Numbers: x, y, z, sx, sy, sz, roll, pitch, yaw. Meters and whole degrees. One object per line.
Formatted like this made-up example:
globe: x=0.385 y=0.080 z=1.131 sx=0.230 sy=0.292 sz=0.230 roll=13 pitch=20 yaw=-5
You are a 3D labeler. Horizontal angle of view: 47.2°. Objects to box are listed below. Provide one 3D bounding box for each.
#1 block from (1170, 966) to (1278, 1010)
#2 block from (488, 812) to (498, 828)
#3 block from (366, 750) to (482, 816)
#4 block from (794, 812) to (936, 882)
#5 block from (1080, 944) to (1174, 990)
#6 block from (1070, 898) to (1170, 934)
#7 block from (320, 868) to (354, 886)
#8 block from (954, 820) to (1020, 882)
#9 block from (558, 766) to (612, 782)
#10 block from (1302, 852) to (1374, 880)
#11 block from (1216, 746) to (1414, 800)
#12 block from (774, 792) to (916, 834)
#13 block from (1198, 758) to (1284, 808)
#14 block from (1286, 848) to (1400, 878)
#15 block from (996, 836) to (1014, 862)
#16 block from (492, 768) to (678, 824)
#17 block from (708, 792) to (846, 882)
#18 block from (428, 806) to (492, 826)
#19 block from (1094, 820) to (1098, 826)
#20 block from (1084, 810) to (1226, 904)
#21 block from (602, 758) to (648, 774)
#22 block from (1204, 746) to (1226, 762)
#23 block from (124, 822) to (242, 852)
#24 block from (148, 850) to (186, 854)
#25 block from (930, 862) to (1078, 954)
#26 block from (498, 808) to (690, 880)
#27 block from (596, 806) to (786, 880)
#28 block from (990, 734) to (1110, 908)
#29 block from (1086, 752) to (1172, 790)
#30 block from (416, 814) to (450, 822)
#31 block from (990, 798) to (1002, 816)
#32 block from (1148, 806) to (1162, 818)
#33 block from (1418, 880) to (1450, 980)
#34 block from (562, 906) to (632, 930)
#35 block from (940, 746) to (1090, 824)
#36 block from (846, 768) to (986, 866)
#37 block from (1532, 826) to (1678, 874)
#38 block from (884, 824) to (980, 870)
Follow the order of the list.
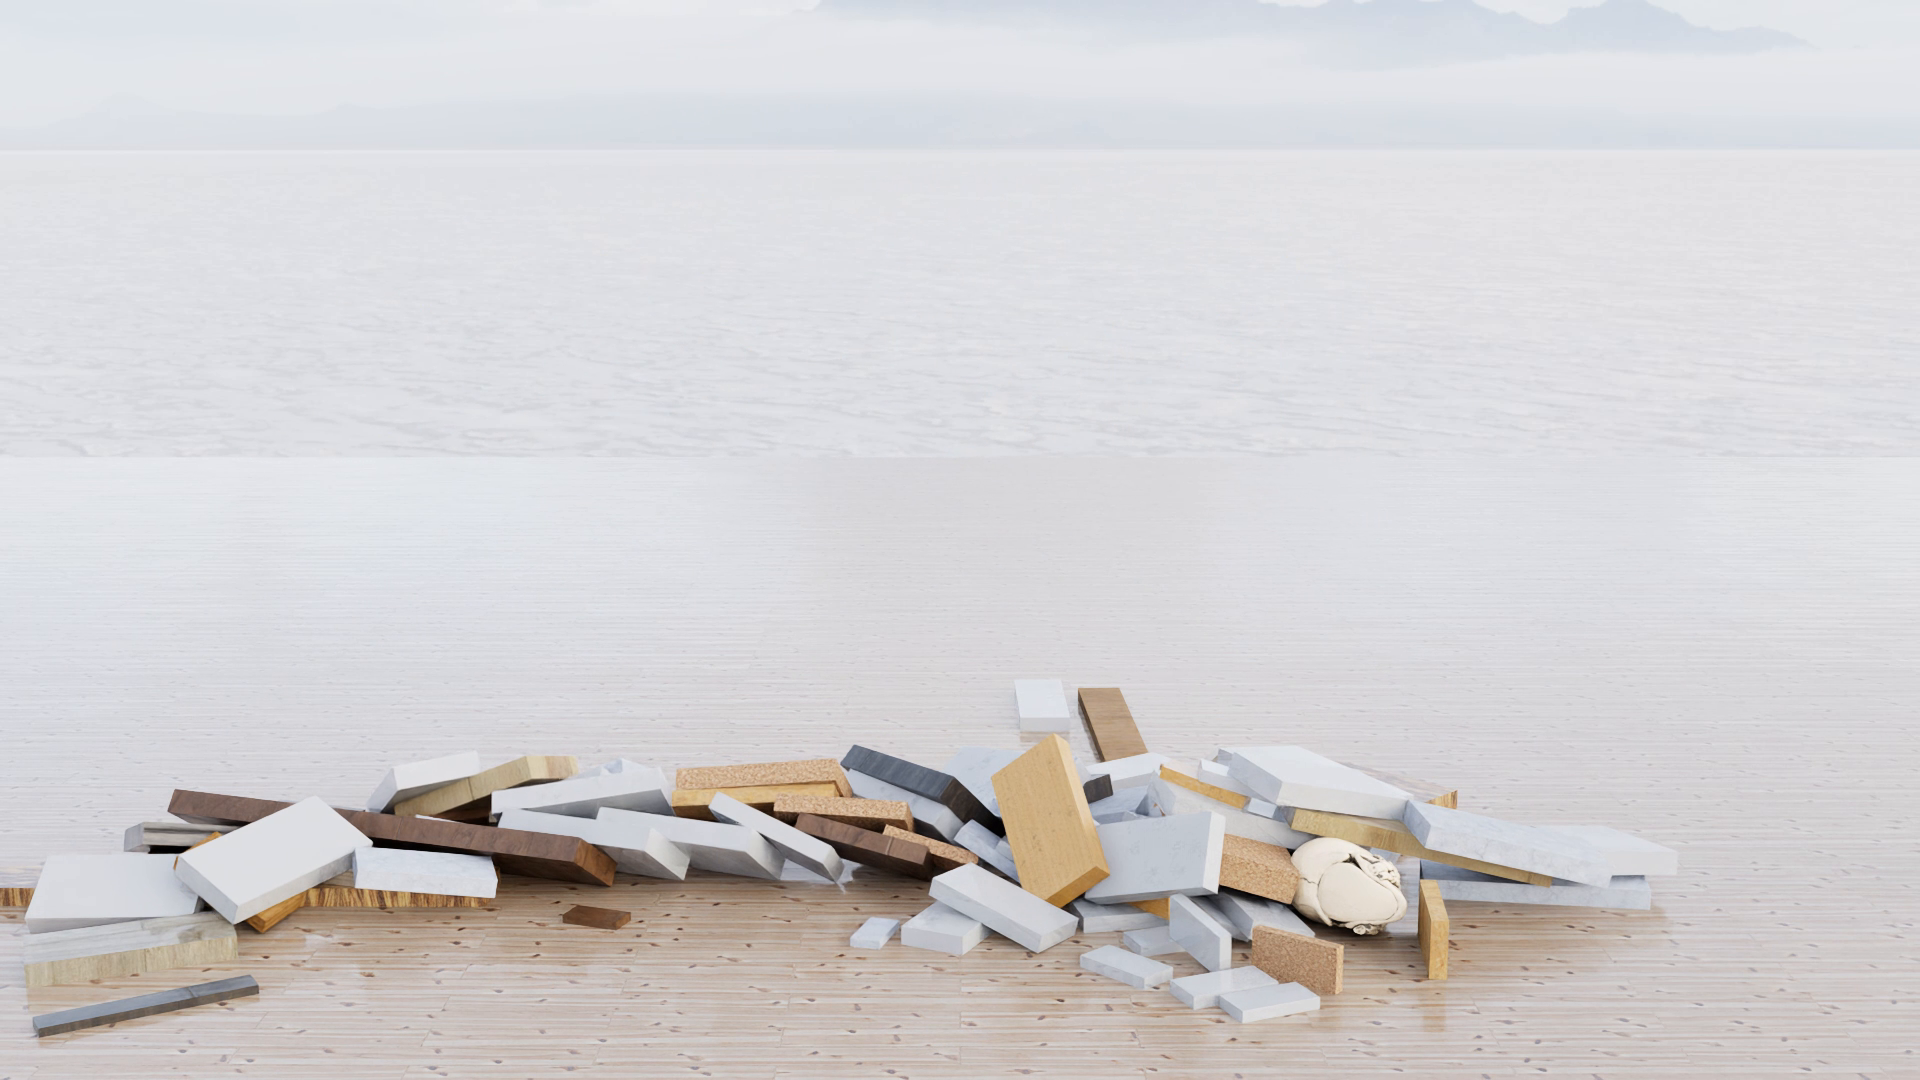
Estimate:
block: x=0.389 y=0.659 z=3.241 sx=0.142 sy=0.020 sz=0.071 roll=-5 pitch=11 yaw=-23
block: x=-0.757 y=0.507 z=3.917 sx=0.152 sy=0.076 sz=0.022 roll=-3 pitch=55 yaw=-6
block: x=-0.964 y=0.446 z=3.945 sx=0.148 sy=0.042 sz=0.295 roll=-9 pitch=-14 yaw=-27
block: x=-0.159 y=0.517 z=3.700 sx=0.226 sy=0.032 sz=0.113 roll=14 pitch=-22 yaw=12
block: x=0.251 y=0.645 z=3.323 sx=0.065 sy=0.018 sz=0.130 roll=-10 pitch=14 yaw=-43
block: x=0.275 y=0.600 z=3.548 sx=0.180 sy=0.025 sz=0.090 roll=-2 pitch=11 yaw=-12
block: x=-1.002 y=0.547 z=3.657 sx=0.185 sy=0.026 sz=0.093 roll=3 pitch=11 yaw=16
block: x=0.074 y=0.530 z=3.689 sx=0.165 sy=0.023 sz=0.082 roll=32 pitch=10 yaw=10
block: x=-0.695 y=0.464 z=3.912 sx=0.206 sy=0.029 sz=0.103 roll=-20 pitch=-35 yaw=19
block: x=0.638 y=0.550 z=3.718 sx=0.117 sy=0.059 sz=0.017 roll=6 pitch=30 yaw=28
block: x=0.640 y=0.444 z=3.994 sx=0.178 sy=0.050 sz=0.355 roll=1 pitch=9 yaw=-27
block: x=-0.195 y=0.475 z=3.751 sx=0.226 sy=0.032 sz=0.113 roll=3 pitch=-28 yaw=9
block: x=0.466 y=0.401 z=3.631 sx=0.146 sy=0.021 sz=0.073 roll=17 pitch=10 yaw=1
block: x=0.640 y=0.524 z=3.788 sx=0.219 sy=0.031 sz=0.109 roll=9 pitch=20 yaw=26
block: x=0.132 y=0.541 z=3.673 sx=0.145 sy=0.021 sz=0.072 roll=31 pitch=10 yaw=10
block: x=-0.647 y=0.465 z=3.813 sx=0.292 sy=0.041 sz=0.146 roll=-9 pitch=-32 yaw=2
block: x=-0.308 y=0.502 z=3.711 sx=0.226 sy=0.032 sz=0.113 roll=23 pitch=-20 yaw=19
block: x=-0.890 y=0.510 z=3.905 sx=0.152 sy=0.076 sz=0.022 roll=-6 pitch=53 yaw=-31
block: x=0.277 y=0.530 z=3.643 sx=0.180 sy=0.026 sz=0.090 roll=36 pitch=8 yaw=-7
block: x=0.307 y=0.503 z=3.472 sx=0.035 sy=0.122 sz=0.245 roll=29 pitch=-30 yaw=-37
block: x=-0.661 y=0.449 z=3.965 sx=0.206 sy=0.029 sz=0.103 roll=-22 pitch=-26 yaw=21
block: x=0.496 y=0.445 z=4.291 sx=0.016 sy=0.058 sz=0.116 roll=4 pitch=11 yaw=22
block: x=-1.265 y=0.510 z=3.728 sx=0.261 sy=0.037 sz=0.130 roll=8 pitch=-17 yaw=-32
block: x=-1.248 y=0.546 z=3.647 sx=0.220 sy=0.031 sz=0.110 roll=0 pitch=11 yaw=-2
block: x=0.069 y=0.581 z=3.485 sx=0.214 sy=0.030 sz=0.107 roll=23 pitch=19 yaw=31
block: x=-0.620 y=0.515 z=3.724 sx=0.293 sy=0.041 sz=0.146 roll=4 pitch=-26 yaw=24
block: x=-0.459 y=0.516 z=3.735 sx=0.293 sy=0.041 sz=0.146 roll=4 pitch=-26 yaw=23
block: x=0.145 y=0.467 z=3.609 sx=0.040 sy=0.140 sz=0.280 roll=36 pitch=26 yaw=-40
block: x=0.322 y=0.449 z=4.205 sx=0.211 sy=0.030 sz=0.105 roll=-7 pitch=13 yaw=-35
block: x=-0.858 y=0.508 z=3.795 sx=0.152 sy=0.022 sz=0.076 roll=10 pitch=-22 yaw=6
block: x=0.137 y=0.477 z=3.715 sx=0.165 sy=0.023 sz=0.082 roll=23 pitch=8 yaw=43
block: x=0.318 y=0.526 z=3.924 sx=0.230 sy=0.033 sz=0.115 roll=-10 pitch=14 yaw=-42
block: x=0.727 y=0.597 z=3.379 sx=0.026 sy=0.092 sz=0.185 roll=1 pitch=11 yaw=6
block: x=-0.584 y=0.607 z=3.538 sx=0.097 sy=0.014 sz=0.049 roll=4 pitch=11 yaw=20
block: x=0.072 y=0.451 z=3.955 sx=0.320 sy=0.045 sz=0.160 roll=-1 pitch=39 yaw=51
block: x=-0.082 y=0.489 z=3.862 sx=0.282 sy=0.141 sz=0.040 roll=13 pitch=61 yaw=51
block: x=1.097 y=0.529 z=3.762 sx=0.136 sy=0.039 sz=0.273 roll=1 pitch=2 yaw=-9
block: x=-0.050 y=0.526 z=3.710 sx=0.165 sy=0.023 sz=0.082 roll=17 pitch=-21 yaw=4
